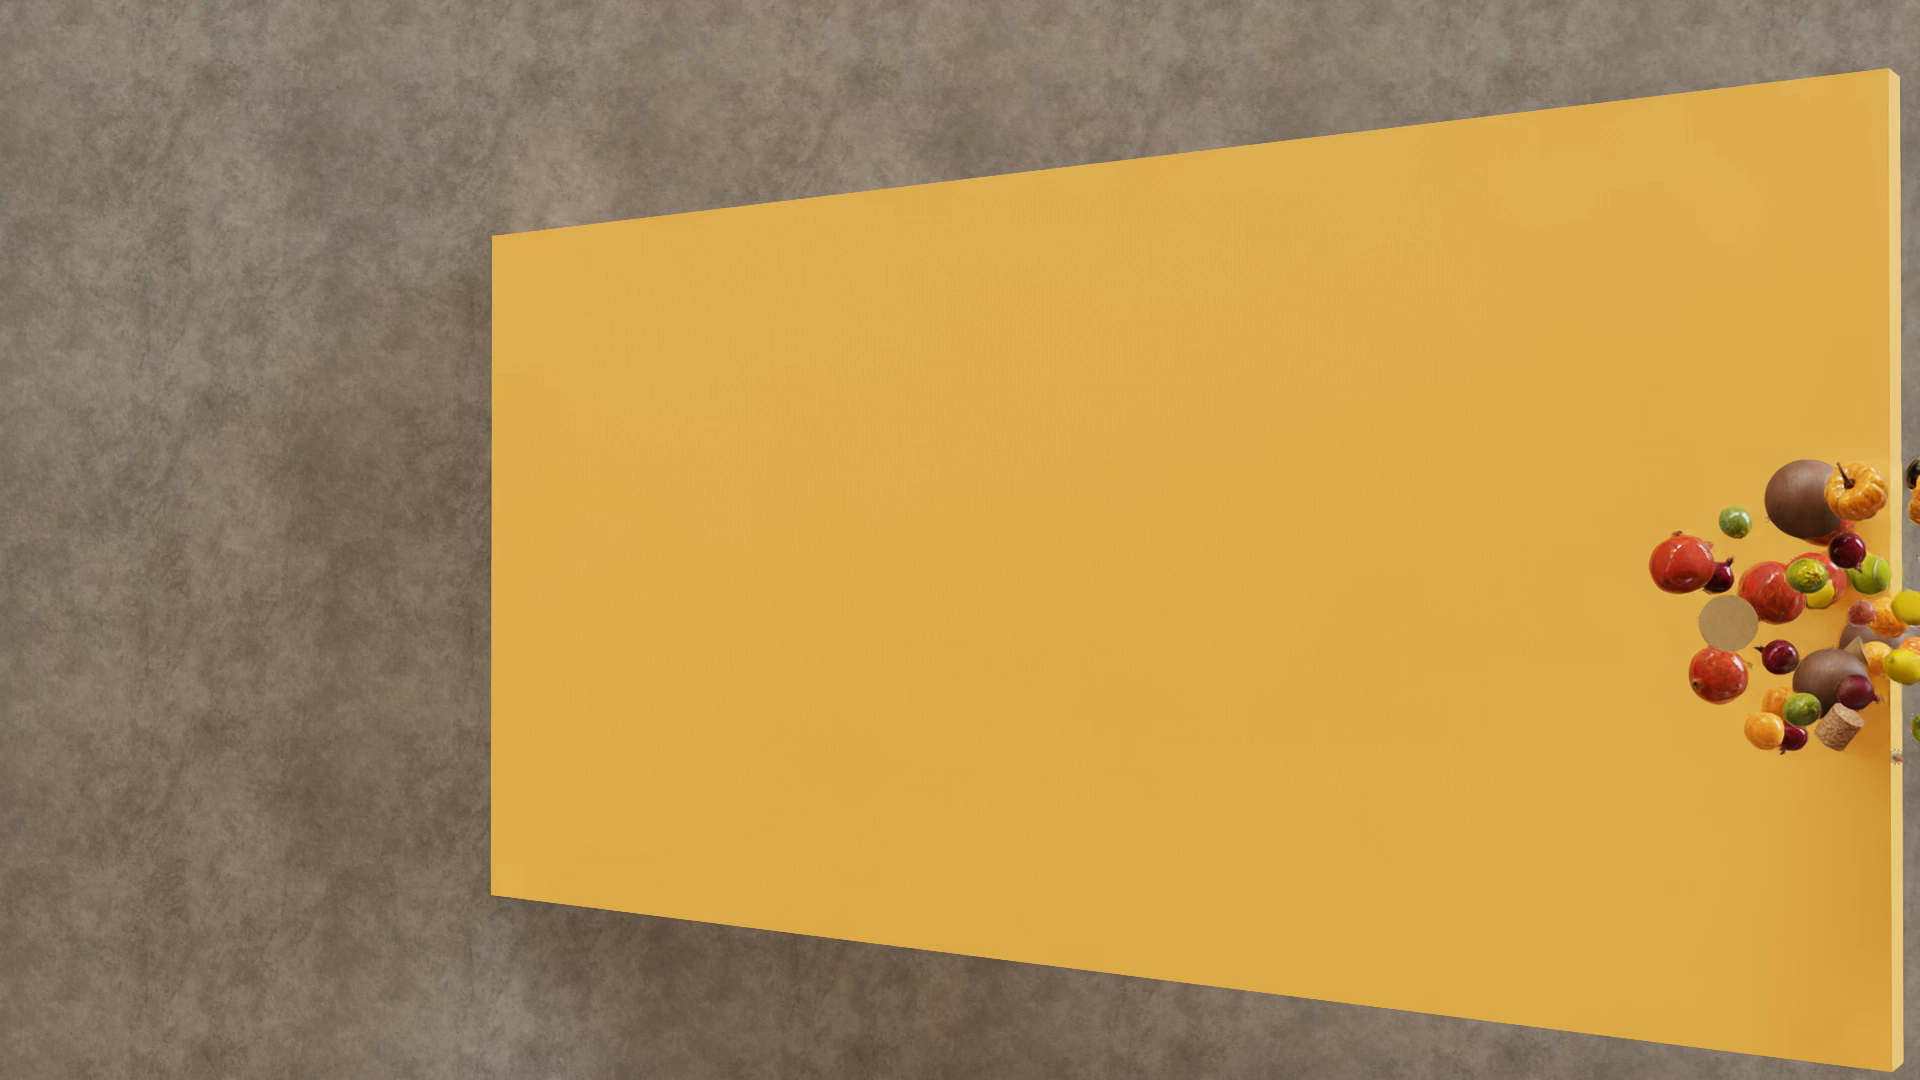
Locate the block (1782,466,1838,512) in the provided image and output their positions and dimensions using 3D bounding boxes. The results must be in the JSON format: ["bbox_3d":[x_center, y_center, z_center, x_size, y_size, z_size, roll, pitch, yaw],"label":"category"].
[{"bbox_3d":[1.577,-0.095,4.082,0.058,0.058,0.058,4,56,-26],"label":"block"}]

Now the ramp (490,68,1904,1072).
[{"bbox_3d":[0.245,0.068,5.570,4.000,0.100,2.000,0,89,35],"label":"ramp"}]

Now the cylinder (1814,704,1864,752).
[{"bbox_3d":[1.524,0.325,3.812,0.059,0.059,0.059,26,121,0],"label":"cylinder"}]

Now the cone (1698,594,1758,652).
[{"bbox_3d":[1.297,0.145,3.731,0.096,0.096,0.096,-1,83,11],"label":"cone"}]

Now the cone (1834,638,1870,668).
[{"bbox_3d":[1.662,0.216,4.114,0.060,0.060,0.060,-13,89,36],"label":"cone"}]
